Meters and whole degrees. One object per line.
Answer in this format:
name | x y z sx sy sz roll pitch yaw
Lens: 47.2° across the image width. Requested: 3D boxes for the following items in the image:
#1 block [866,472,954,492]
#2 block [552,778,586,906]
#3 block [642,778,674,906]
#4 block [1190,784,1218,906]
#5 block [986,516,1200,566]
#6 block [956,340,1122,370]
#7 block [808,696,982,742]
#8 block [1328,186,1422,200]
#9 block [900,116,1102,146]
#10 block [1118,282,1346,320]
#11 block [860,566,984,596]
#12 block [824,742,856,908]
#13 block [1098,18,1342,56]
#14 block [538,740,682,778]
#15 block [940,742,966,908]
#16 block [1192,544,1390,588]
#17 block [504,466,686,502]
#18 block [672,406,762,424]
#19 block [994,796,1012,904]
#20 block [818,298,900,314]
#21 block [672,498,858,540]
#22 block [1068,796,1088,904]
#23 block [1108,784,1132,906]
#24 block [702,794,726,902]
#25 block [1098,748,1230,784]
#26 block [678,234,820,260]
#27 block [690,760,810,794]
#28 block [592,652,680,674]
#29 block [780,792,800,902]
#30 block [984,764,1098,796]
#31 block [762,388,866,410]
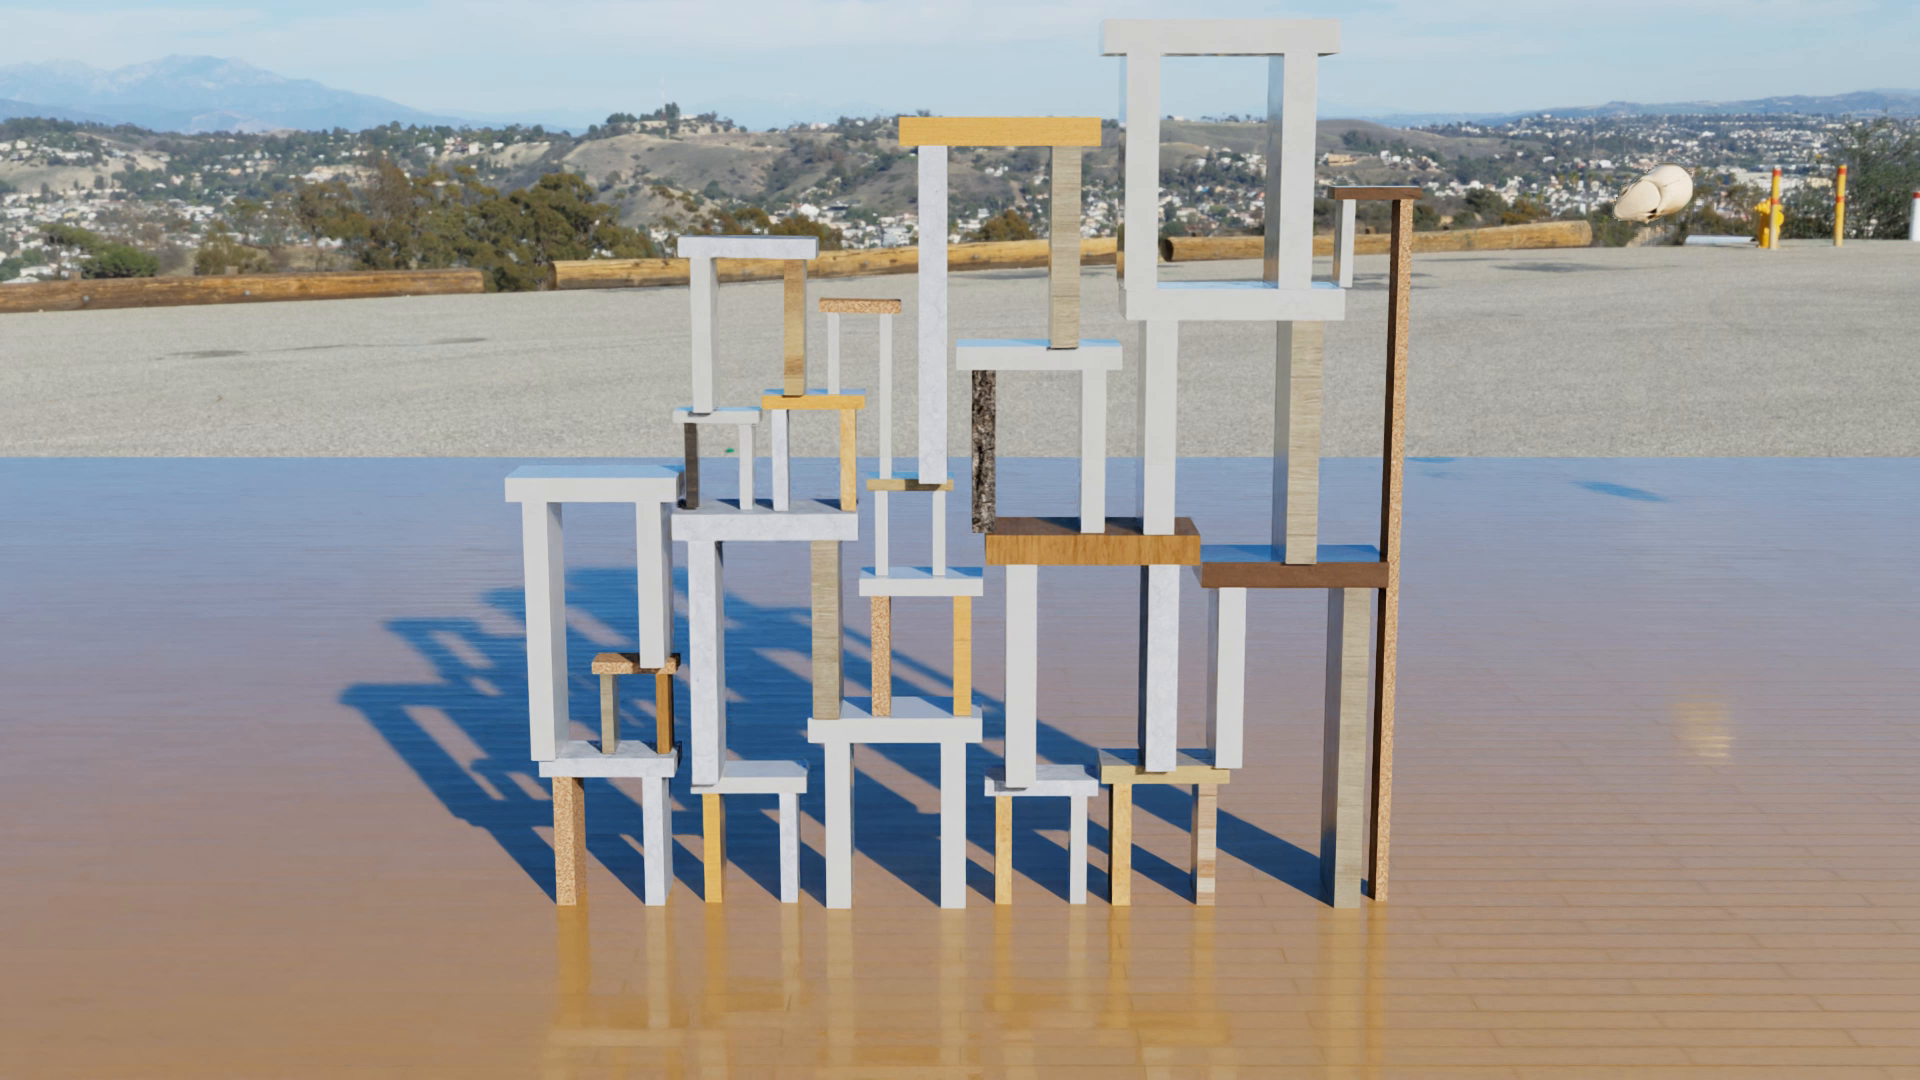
block | -0.080 -0.094 3.547 0.139 0.020 0.069 0 10 0
block | -0.647 0.483 3.647 0.031 0.219 0.109 0 11 0
block | -0.501 0.483 3.647 0.031 0.219 0.109 0 11 0
block | 0.403 0.489 3.646 0.029 0.208 0.104 0 11 0
block | 0.211 0.001 3.557 0.338 0.048 0.169 0 10 0
block | 0.124 -0.296 3.502 0.259 0.037 0.130 0 10 0
block | -0.105 0.294 3.613 0.281 0.040 0.140 0 11 0
block | 0.652 -0.546 3.458 0.136 0.019 0.068 0 11 0
block | 0.062 -0.639 3.438 0.309 0.044 0.154 0 11 0
block | 0.427 -0.380 3.489 0.338 0.048 0.169 0 10 0
block | -0.062 0.067 3.568 0.198 0.028 0.099 0 11 0
block | -0.198 0.452 3.643 0.040 0.281 0.140 0 11 0
block | 0.399 -0.780 3.420 0.357 0.051 0.179 0 11 0
block | -0.574 0.360 3.624 0.219 0.031 0.109 0 11 0
block | -0.011 0.452 3.643 0.040 0.281 0.140 0 11 0
block | 0.534 0.042 3.572 0.298 0.042 0.149 0 11 0
block | -0.584 -0.091 3.542 0.270 0.038 0.135 0 11 0
block | -0.387 -0.200 3.522 0.136 0.019 0.068 0 9 1
block | 0.071 0.500 3.649 0.026 0.184 0.092 0 11 0
block | -0.159 -0.372 3.489 0.128 0.018 0.064 1 11 -2
block | -0.311 -0.034 3.545 0.293 0.042 0.147 0 11 -2
block | 0.194 0.500 3.649 0.026 0.185 0.092 0 11 0
block | 0.265 0.489 3.646 0.029 0.208 0.104 0 11 0
block | -0.408 0.496 3.657 0.027 0.188 0.094 0 11 -1
block | 0.334 0.372 3.624 0.208 0.029 0.104 0 10 0
block | -0.332 -0.463 3.471 0.213 0.030 0.107 1 10 -1
block | -0.346 0.391 3.633 0.188 0.027 0.094 0 11 -1
block | -0.529 0.202 3.600 0.135 0.019 0.068 0 11 0
block | -0.282 0.497 3.656 0.027 0.188 0.094 0 10 -1
block | 0.133 0.396 3.629 0.185 0.026 0.092 0 10 0
block | -0.233 -0.225 3.514 0.162 0.023 0.081 0 11 -2
